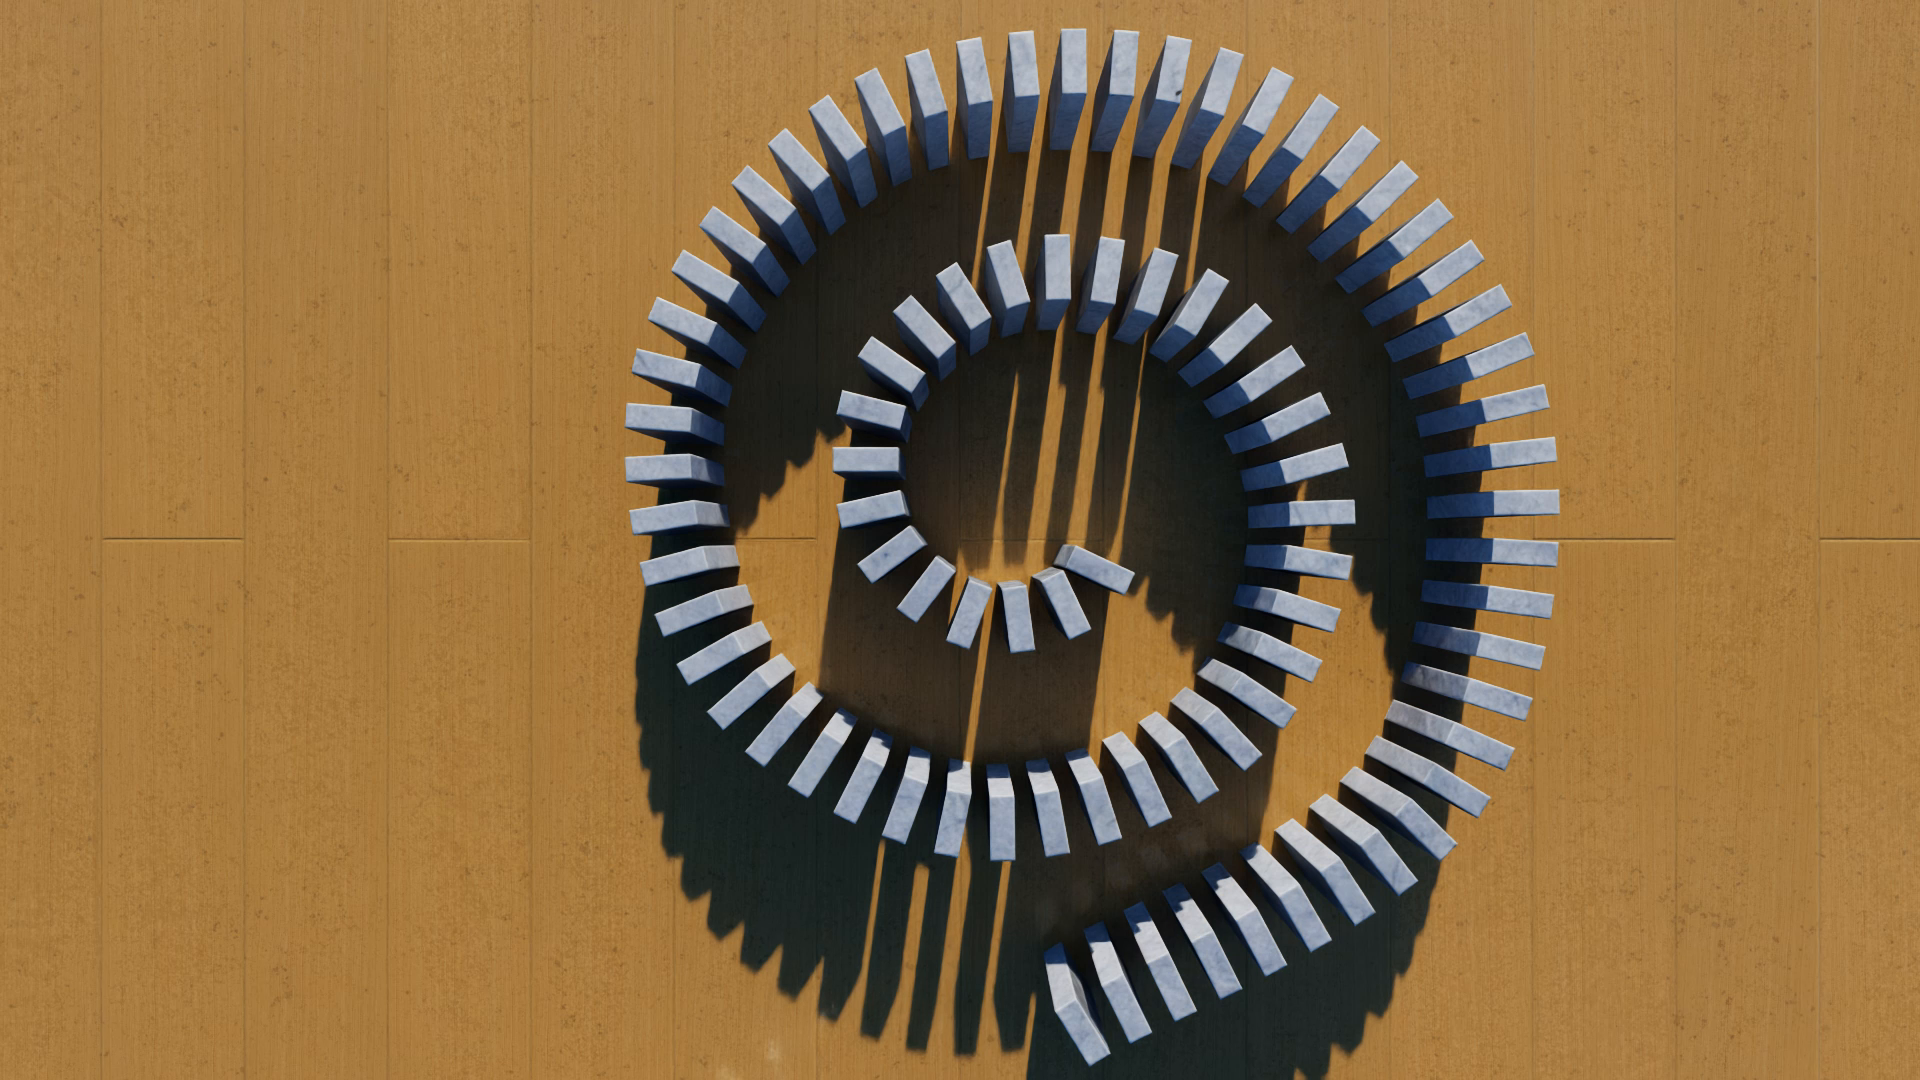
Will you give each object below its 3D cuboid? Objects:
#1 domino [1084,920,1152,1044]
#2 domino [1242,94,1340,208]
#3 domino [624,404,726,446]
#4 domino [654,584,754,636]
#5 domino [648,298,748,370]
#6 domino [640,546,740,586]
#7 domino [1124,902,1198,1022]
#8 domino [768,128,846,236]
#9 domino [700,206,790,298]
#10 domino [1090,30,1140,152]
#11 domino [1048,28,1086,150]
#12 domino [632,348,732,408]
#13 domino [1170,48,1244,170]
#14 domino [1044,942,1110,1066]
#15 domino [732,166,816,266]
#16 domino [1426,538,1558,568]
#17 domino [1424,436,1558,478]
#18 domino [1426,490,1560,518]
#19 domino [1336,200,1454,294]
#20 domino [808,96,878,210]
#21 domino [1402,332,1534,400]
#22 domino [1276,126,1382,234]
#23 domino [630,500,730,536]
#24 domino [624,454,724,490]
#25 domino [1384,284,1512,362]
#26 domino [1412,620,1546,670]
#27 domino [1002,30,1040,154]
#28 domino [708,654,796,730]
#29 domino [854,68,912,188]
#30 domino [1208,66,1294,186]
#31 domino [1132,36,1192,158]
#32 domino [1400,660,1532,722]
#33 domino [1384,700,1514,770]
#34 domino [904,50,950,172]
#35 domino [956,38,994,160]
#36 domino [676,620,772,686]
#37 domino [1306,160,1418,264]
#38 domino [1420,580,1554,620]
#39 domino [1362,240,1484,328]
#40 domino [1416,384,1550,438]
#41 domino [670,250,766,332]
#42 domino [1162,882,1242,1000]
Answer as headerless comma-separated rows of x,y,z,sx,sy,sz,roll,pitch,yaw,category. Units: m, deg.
0.064,0.179,0.375,0.009,0.050,0.025,-26,90,0,domino
0.134,-0.158,0.375,0.010,0.050,0.025,35,90,0,domino
-0.115,-0.047,0.375,0.025,0.050,0.009,4,90,0,domino
-0.103,0.028,0.375,0.025,0.050,0.010,-21,90,0,domino
-0.106,-0.084,0.375,0.025,0.050,0.010,24,90,0,domino
-0.109,0.010,0.375,0.025,0.050,0.010,-15,90,0,domino
0.081,0.171,0.375,0.009,0.050,0.025,-26,90,0,domino
-0.062,-0.145,0.375,0.009,0.050,0.025,-43,90,0,domino
-0.087,-0.117,0.375,0.025,0.050,0.009,36,90,0,domino
0.063,-0.182,0.375,0.009,0.050,0.025,5,90,0,domino
0.044,-0.183,0.375,0.009,0.050,0.025,-1,90,0,domino
-0.112,-0.066,0.375,0.025,0.050,0.010,14,90,0,domino
0.100,-0.175,0.375,0.010,0.050,0.025,18,90,0,domino
0.047,0.188,0.375,0.010,0.050,0.025,-32,90,0,domino
-0.075,-0.131,0.375,0.025,0.050,0.010,41,90,0,domino
0.216,0.005,0.375,0.025,0.050,0.009,4,90,0,domino
0.215,-0.033,0.375,0.025,0.050,0.009,-6,90,0,domino
0.216,-0.014,0.375,0.025,0.050,0.010,-1,90,0,domino
0.176,-0.119,0.375,0.025,0.050,0.009,-40,90,0,domino
-0.047,-0.157,0.375,0.009,0.050,0.025,-36,90,0,domino
0.206,-0.070,0.375,0.025,0.050,0.010,-22,90,0,domino
0.149,-0.146,0.375,0.010,0.050,0.025,40,90,0,domino
-0.113,-0.009,0.375,0.025,0.050,0.009,-9,90,0,domino
-0.115,-0.028,0.375,0.025,0.050,0.010,-3,90,0,domino
0.198,-0.088,0.375,0.025,0.050,0.009,-29,90,0,domino
0.211,0.043,0.375,0.025,0.050,0.010,13,90,0,domino
0.025,-0.182,0.375,0.010,0.050,0.025,-6,90,0,domino
-0.084,0.061,0.375,0.025,0.050,0.009,-41,90,0,domino
-0.031,-0.167,0.375,0.009,0.050,0.025,-27,90,0,domino
0.118,-0.168,0.375,0.009,0.050,0.025,28,90,0,domino
0.082,-0.180,0.375,0.009,0.050,0.025,11,90,0,domino
0.205,0.061,0.375,0.025,0.050,0.010,18,90,0,domino
0.199,0.079,0.375,0.025,0.050,0.010,24,90,0,domino
-0.013,-0.174,0.375,0.009,0.050,0.025,-17,90,0,domino
0.006,-0.179,0.375,0.010,0.050,0.025,-11,90,0,domino
-0.095,0.046,0.375,0.025,0.050,0.009,-30,90,0,domino
0.163,-0.133,0.375,0.025,0.050,0.010,-45,90,0,domino
0.214,0.024,0.375,0.025,0.050,0.009,8,90,0,domino
0.188,-0.104,0.375,0.025,0.050,0.010,-35,90,0,domino
0.212,-0.052,0.375,0.025,0.050,0.010,-13,90,0,domino
-0.097,-0.101,0.375,0.025,0.050,0.010,30,90,0,domino
0.098,0.163,0.375,0.010,0.050,0.025,-27,90,0,domino
